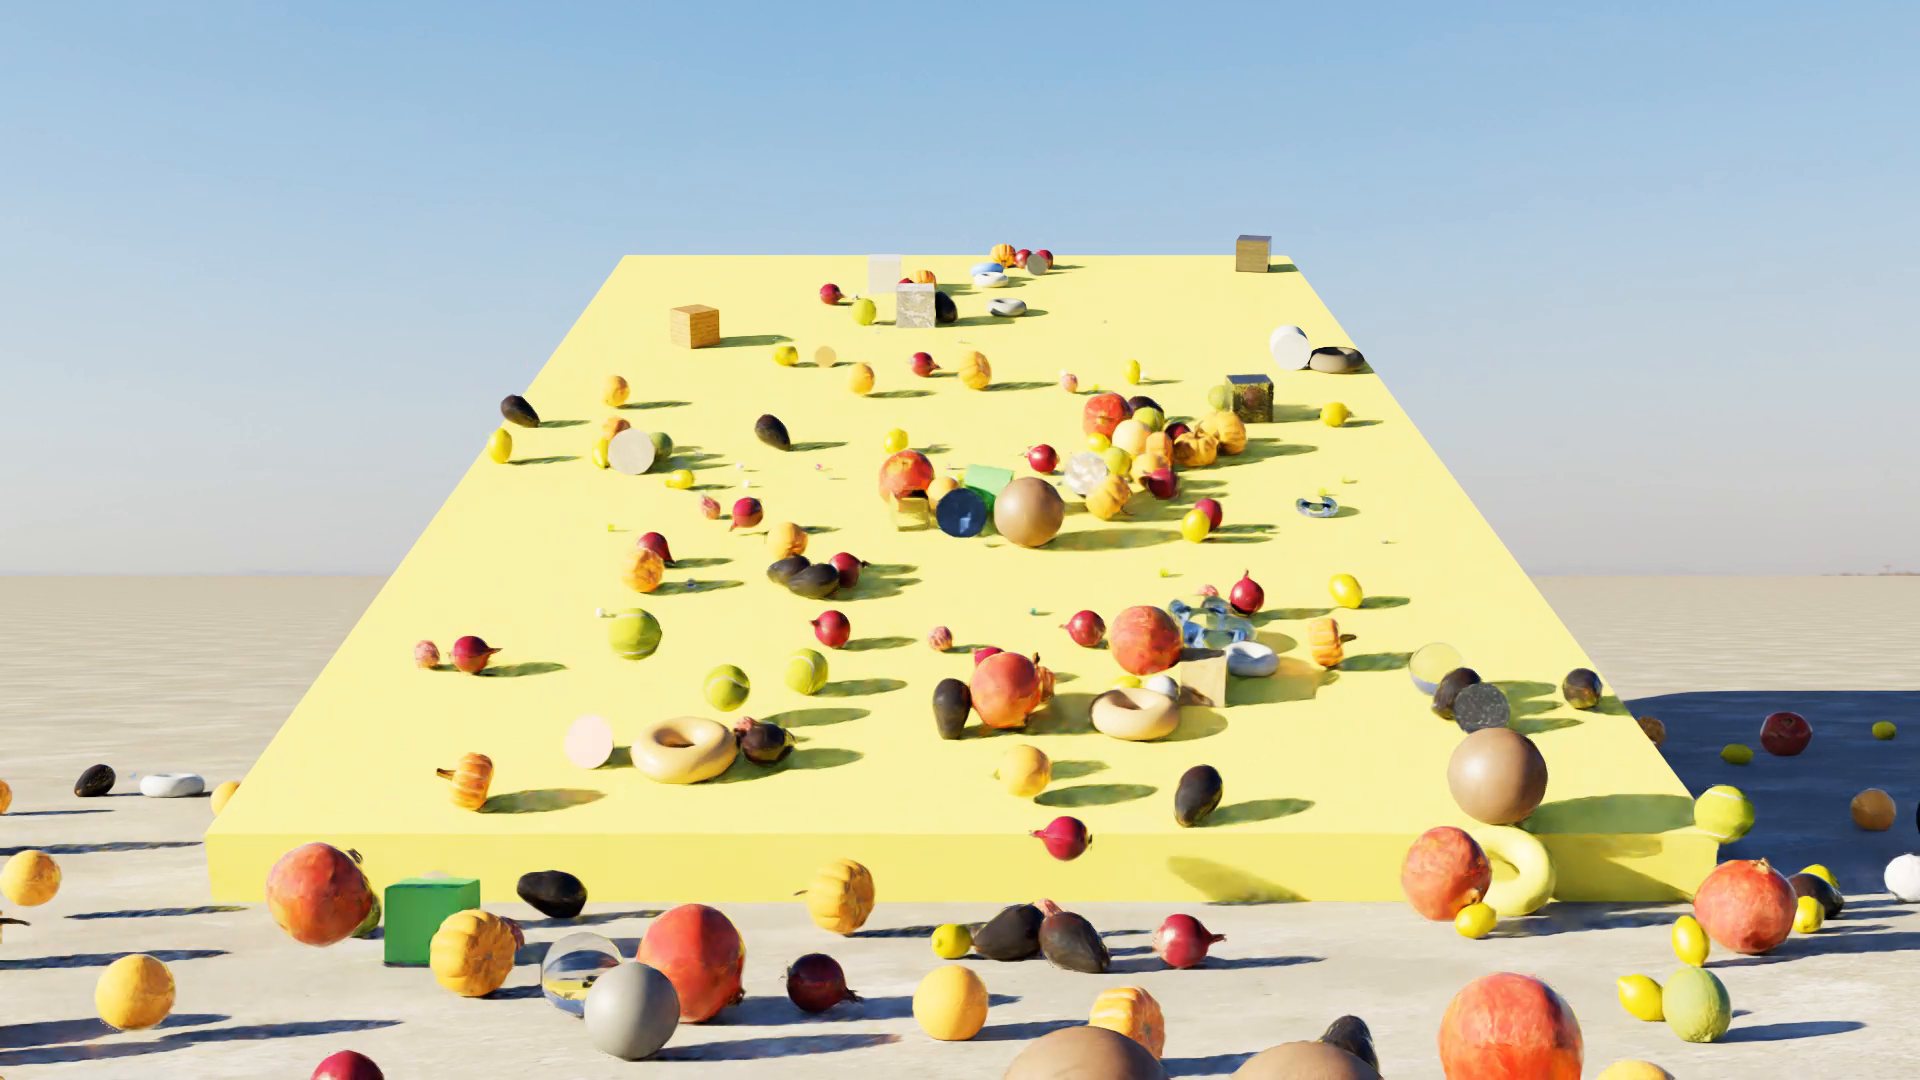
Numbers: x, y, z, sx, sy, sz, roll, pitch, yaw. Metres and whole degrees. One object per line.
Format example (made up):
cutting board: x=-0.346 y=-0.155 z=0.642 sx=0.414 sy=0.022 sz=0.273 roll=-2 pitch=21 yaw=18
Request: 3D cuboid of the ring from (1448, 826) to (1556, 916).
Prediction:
ring: x=0.703 y=0.429 z=2.902 sx=0.138 sy=0.138 sz=0.046 roll=0 pitch=-45 yaw=7

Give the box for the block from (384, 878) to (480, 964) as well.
block: x=-0.603 y=0.435 z=2.564 sx=0.084 sy=0.084 sz=0.084 roll=0 pitch=-1 yaw=4

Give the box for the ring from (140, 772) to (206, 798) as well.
ring: x=-1.543 y=0.481 z=4.389 sx=0.122 sy=0.041 sz=0.122 roll=1 pitch=0 yaw=0

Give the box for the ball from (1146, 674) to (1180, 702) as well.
ball: x=0.304 y=0.227 z=3.365 sx=0.051 sy=0.051 sz=0.051 roll=0 pitch=-1 yaw=0

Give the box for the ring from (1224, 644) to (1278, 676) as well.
ring: x=0.454 y=0.188 z=3.516 sx=0.094 sy=0.031 sz=0.094 roll=1 pitch=19 yaw=0

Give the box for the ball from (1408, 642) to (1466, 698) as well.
ball: x=0.725 y=0.198 z=3.397 sx=0.086 sy=0.086 sz=0.086 roll=0 pitch=-1 yaw=0

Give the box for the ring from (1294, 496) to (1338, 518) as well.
ring: x=0.684 y=-0.065 z=4.296 sx=0.083 sy=0.028 sz=0.083 roll=1 pitch=17 yaw=0

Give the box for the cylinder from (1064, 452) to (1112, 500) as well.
cylinder: x=0.248 y=-0.124 z=4.337 sx=0.084 sy=0.084 sz=0.084 roll=0 pitch=-7 yaw=10

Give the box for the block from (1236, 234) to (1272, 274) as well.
block: x=0.858 y=-0.836 z=6.540 sx=0.093 sy=0.093 sz=0.093 roll=4 pitch=19 yaw=13

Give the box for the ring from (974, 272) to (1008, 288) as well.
ring: x=0.088 y=-0.735 z=6.330 sx=0.098 sy=0.033 sz=0.098 roll=1 pitch=17 yaw=0

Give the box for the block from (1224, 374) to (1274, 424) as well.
block: x=0.638 y=-0.311 z=4.945 sx=0.090 sy=0.090 sz=0.090 roll=-2 pitch=18 yaw=-5

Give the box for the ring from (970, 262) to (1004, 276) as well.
ring: x=0.077 y=-0.771 z=6.399 sx=0.097 sy=0.032 sz=0.097 roll=-4 pitch=-3 yaw=0

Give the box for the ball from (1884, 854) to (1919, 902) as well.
ball: x=1.267 y=0.451 z=2.986 sx=0.063 sy=0.063 sz=0.063 roll=0 pitch=-1 yaw=0

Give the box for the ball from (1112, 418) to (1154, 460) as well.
ball: x=0.359 y=-0.208 z=4.636 sx=0.086 sy=0.086 sz=0.086 roll=0 pitch=-1 yaw=0

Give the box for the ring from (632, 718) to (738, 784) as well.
ring: x=-0.388 y=0.295 z=3.155 sx=0.150 sy=0.050 sz=0.150 roll=-1 pitch=21 yaw=0

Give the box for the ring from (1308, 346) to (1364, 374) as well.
ring: x=0.905 y=-0.434 z=5.392 sx=0.135 sy=0.045 sz=0.135 roll=-1 pitch=18 yaw=0

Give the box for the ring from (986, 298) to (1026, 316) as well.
ring: x=0.125 y=-0.621 z=5.975 sx=0.109 sy=0.036 sz=0.109 roll=1 pitch=18 yaw=0

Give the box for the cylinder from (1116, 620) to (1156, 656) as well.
cylinder: x=0.281 y=0.156 z=3.573 sx=0.056 sy=0.056 sz=0.056 roll=-2 pitch=-1 yaw=-6

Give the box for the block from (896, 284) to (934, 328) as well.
block: x=-0.117 y=-0.611 z=5.844 sx=0.098 sy=0.098 sz=0.098 roll=-1 pitch=18 yaw=-2

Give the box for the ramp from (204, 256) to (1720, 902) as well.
ramp: x=-0.004 y=-0.188 z=4.872 sx=2.000 sy=0.100 sz=4.000 roll=0 pitch=18 yaw=0

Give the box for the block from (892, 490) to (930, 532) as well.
block: x=-0.093 y=-0.054 z=4.201 sx=0.061 sy=0.061 sz=0.061 roll=-4 pitch=21 yaw=-13

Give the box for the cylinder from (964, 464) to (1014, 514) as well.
cylinder: x=0.055 y=-0.097 z=4.283 sx=0.086 sy=0.086 sz=0.086 roll=9 pitch=0 yaw=7

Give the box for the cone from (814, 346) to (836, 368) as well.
cone: x=-0.327 y=-0.439 z=5.438 sx=0.054 sy=0.054 sz=0.054 roll=0 pitch=-8 yaw=-2

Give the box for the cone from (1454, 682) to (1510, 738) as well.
cone: x=0.766 y=0.255 z=3.305 sx=0.081 sy=0.081 sz=0.081 roll=0 pitch=-9 yaw=7

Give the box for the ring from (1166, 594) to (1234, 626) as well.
ring: x=0.398 y=0.119 z=3.716 sx=0.111 sy=0.037 sz=0.111 roll=0 pitch=16 yaw=0

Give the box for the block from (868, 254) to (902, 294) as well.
block: x=-0.209 y=-0.744 z=6.258 sx=0.092 sy=0.092 sz=0.092 roll=0 pitch=18 yaw=0

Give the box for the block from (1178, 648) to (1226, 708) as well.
block: x=0.368 y=0.209 z=3.395 sx=0.068 sy=0.068 sz=0.068 roll=2 pitch=18 yaw=7

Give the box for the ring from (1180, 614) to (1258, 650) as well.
ring: x=0.417 y=0.152 z=3.609 sx=0.124 sy=0.041 sz=0.124 roll=1 pitch=18 yaw=0

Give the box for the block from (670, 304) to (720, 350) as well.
block: x=-0.667 y=-0.537 z=5.629 sx=0.090 sy=0.090 sz=0.090 roll=-15 pitch=23 yaw=-38

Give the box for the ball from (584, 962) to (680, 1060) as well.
ball: x=-0.297 y=0.427 z=2.031 sx=0.086 sy=0.086 sz=0.086 roll=0 pitch=-1 yaw=0

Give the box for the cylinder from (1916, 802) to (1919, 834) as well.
cylinder: x=1.577 y=0.443 z=3.536 sx=0.091 sy=0.091 sz=0.091 roll=0 pitch=-1 yaw=-2

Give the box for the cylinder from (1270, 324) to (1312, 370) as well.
cylinder: x=0.798 y=-0.465 z=5.410 sx=0.093 sy=0.093 sz=0.093 roll=0 pitch=18 yaw=3

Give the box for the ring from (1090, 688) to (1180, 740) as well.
ring: x=0.256 y=0.255 z=3.291 sx=0.134 sy=0.045 sz=0.134 roll=1 pitch=17 yaw=0

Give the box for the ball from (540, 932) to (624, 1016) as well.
ball: x=-0.375 y=0.431 z=2.224 sx=0.083 sy=0.083 sz=0.083 roll=0 pitch=-1 yaw=0

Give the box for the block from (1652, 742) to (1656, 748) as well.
block: x=1.548 y=0.484 z=5.072 sx=0.052 sy=0.052 sz=0.052 roll=0 pitch=-1 yaw=22
